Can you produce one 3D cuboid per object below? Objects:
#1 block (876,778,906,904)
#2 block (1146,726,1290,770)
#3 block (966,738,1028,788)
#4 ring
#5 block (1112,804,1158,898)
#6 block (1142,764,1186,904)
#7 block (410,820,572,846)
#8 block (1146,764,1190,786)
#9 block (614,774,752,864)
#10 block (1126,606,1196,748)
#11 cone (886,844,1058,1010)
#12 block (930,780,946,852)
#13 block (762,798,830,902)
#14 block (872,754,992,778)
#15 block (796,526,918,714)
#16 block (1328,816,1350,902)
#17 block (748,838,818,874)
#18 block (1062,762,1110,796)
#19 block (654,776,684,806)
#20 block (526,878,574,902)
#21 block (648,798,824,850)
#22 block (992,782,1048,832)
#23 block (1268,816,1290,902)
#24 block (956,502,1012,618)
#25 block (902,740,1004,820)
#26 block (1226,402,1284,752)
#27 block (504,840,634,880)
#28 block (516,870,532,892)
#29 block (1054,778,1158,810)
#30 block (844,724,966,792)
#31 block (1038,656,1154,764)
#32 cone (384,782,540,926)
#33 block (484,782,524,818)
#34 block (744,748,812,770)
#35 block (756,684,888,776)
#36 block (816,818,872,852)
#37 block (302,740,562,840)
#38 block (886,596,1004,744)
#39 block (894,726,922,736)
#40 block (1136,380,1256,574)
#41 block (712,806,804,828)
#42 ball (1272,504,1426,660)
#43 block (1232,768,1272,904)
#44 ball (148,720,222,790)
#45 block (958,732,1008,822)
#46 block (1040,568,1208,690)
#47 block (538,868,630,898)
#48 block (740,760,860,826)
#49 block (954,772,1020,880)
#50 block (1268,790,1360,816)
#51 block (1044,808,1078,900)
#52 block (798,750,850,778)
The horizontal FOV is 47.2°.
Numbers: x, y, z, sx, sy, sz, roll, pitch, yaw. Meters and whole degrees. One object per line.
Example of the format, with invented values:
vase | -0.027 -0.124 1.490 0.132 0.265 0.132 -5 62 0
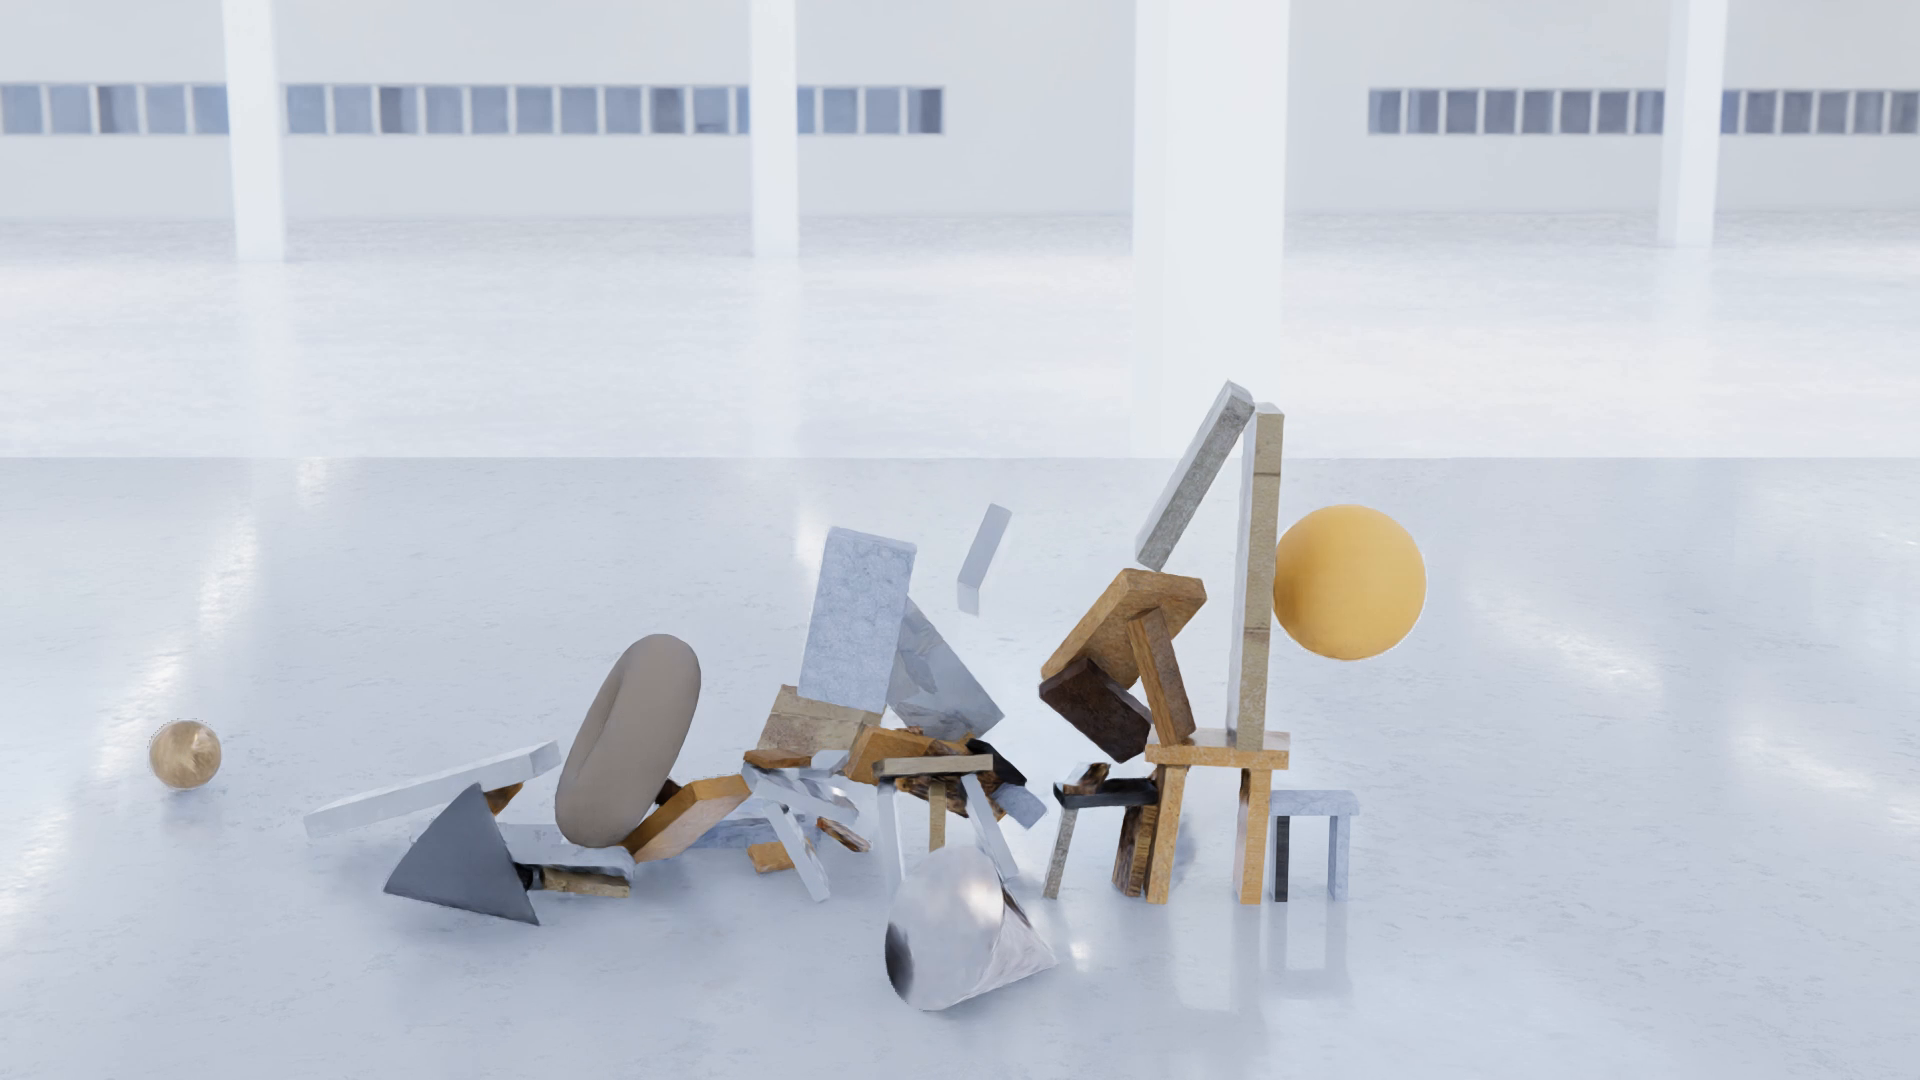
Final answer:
block | -0.114 0.497 3.652 0.026 0.186 0.093 -5 10 2
block | 0.428 0.342 3.633 0.231 0.033 0.116 2 11 9
block | 0.062 0.377 3.726 0.108 0.015 0.054 46 -21 -28
ring | -0.558 0.338 3.691 0.129 0.386 0.386 27 4 -14
block | 0.291 0.508 3.674 0.022 0.158 0.079 8 8 -17
block | 0.338 0.474 3.652 0.033 0.231 0.116 7 11 -1
block | -0.797 0.516 3.746 0.253 0.036 0.126 2 -23 -3
block | 0.373 0.450 4.040 0.030 0.107 0.298 29 17 14
block | -0.471 0.476 3.736 0.126 0.036 0.253 -3 -29 -47
block | 0.329 0.223 3.596 0.030 0.213 0.107 -15 3 23
cone | 0.063 0.605 3.282 0.247 0.247 0.247 26 -7 -38
block | -0.037 0.499 3.651 0.026 0.184 0.092 0 11 0
block | -0.272 0.503 3.649 0.026 0.186 0.093 -28 12 0
block | -0.047 0.380 3.683 0.185 0.026 0.092 -1 -11 -15
block | -0.167 0.130 3.545 0.143 0.286 0.041 12 20 0
block | 0.629 0.518 3.651 0.021 0.149 0.074 0 11 0
block | -0.307 0.546 3.808 0.109 0.015 0.054 -5 36 -25
block | 0.212 0.398 3.671 0.054 0.015 0.139 2 11 14
block | -0.532 0.431 3.864 0.100 0.050 0.014 34 7 18
block | -0.714 0.582 3.666 0.140 0.020 0.070 0 8 -1
block | -0.403 0.512 3.972 0.308 0.044 0.154 1 11 3
block | 0.105 0.461 3.851 0.108 0.054 0.015 47 -3 -38
block | 0.530 0.518 3.651 0.021 0.149 0.074 0 11 0
block | 0.042 0.038 3.782 0.041 0.143 0.286 23 -10 5
block | 0.004 0.425 3.812 0.196 0.097 0.027 28 11 -34
block | 0.478 0.057 3.571 0.043 0.549 0.153 2 10 0
block | -0.680 0.536 3.676 0.253 0.036 0.126 2 -19 1
block | -0.782 0.564 3.635 0.140 0.020 0.070 2 7 -3
block | 0.242 0.420 3.653 0.158 0.022 0.079 -2 11 -10
block | -0.094 0.382 3.776 0.194 0.097 0.027 16 19 -32
block | 0.246 0.293 3.761 0.107 0.213 0.030 -33 31 30
cone | -0.746 0.538 3.462 0.222 0.222 0.222 39 15 2
block | -0.823 0.458 3.887 0.050 0.014 0.100 14 49 34
block | -0.302 0.363 3.654 0.054 0.015 0.109 15 8 35
block | -0.276 0.373 4.312 0.044 0.154 0.308 32 -19 -34
block | -0.205 0.521 3.885 0.094 0.013 0.047 31 11 27
block | -0.918 0.435 3.839 0.422 0.044 0.154 -16 2 8
block | -0.060 0.245 3.769 0.143 0.360 0.041 -40 45 -3
block | -0.095 0.363 3.798 0.047 0.095 0.013 -5 39 -21
block | 0.375 -0.104 3.527 0.043 0.305 0.153 28 14 -3
block | -0.374 0.494 3.911 0.191 0.013 0.047 -3 11 -14
ball | 0.650 0.071 3.698 0.263 0.263 0.263 0 11 0
block | 0.485 0.475 3.652 0.033 0.231 0.116 3 11 0
ball | -1.493 0.415 4.242 0.134 0.134 0.134 0 11 0
block | 0.029 0.434 3.910 0.097 0.194 0.027 -39 41 -3
block | 0.276 0.162 3.738 0.153 0.305 0.043 8 50 -26
block | -0.625 0.567 3.656 0.140 0.020 0.070 10 8 -20
block | -0.265 0.418 3.637 0.186 0.026 0.093 22 8 -24
block | 0.044 0.482 3.695 0.026 0.184 0.092 -23 -7 -11
block | 0.580 0.434 3.636 0.148 0.021 0.074 0 11 0
block | 0.168 0.510 3.664 0.022 0.158 0.079 13 11 1
block | -0.228 0.379 3.712 0.054 0.015 0.109 0 11 16
